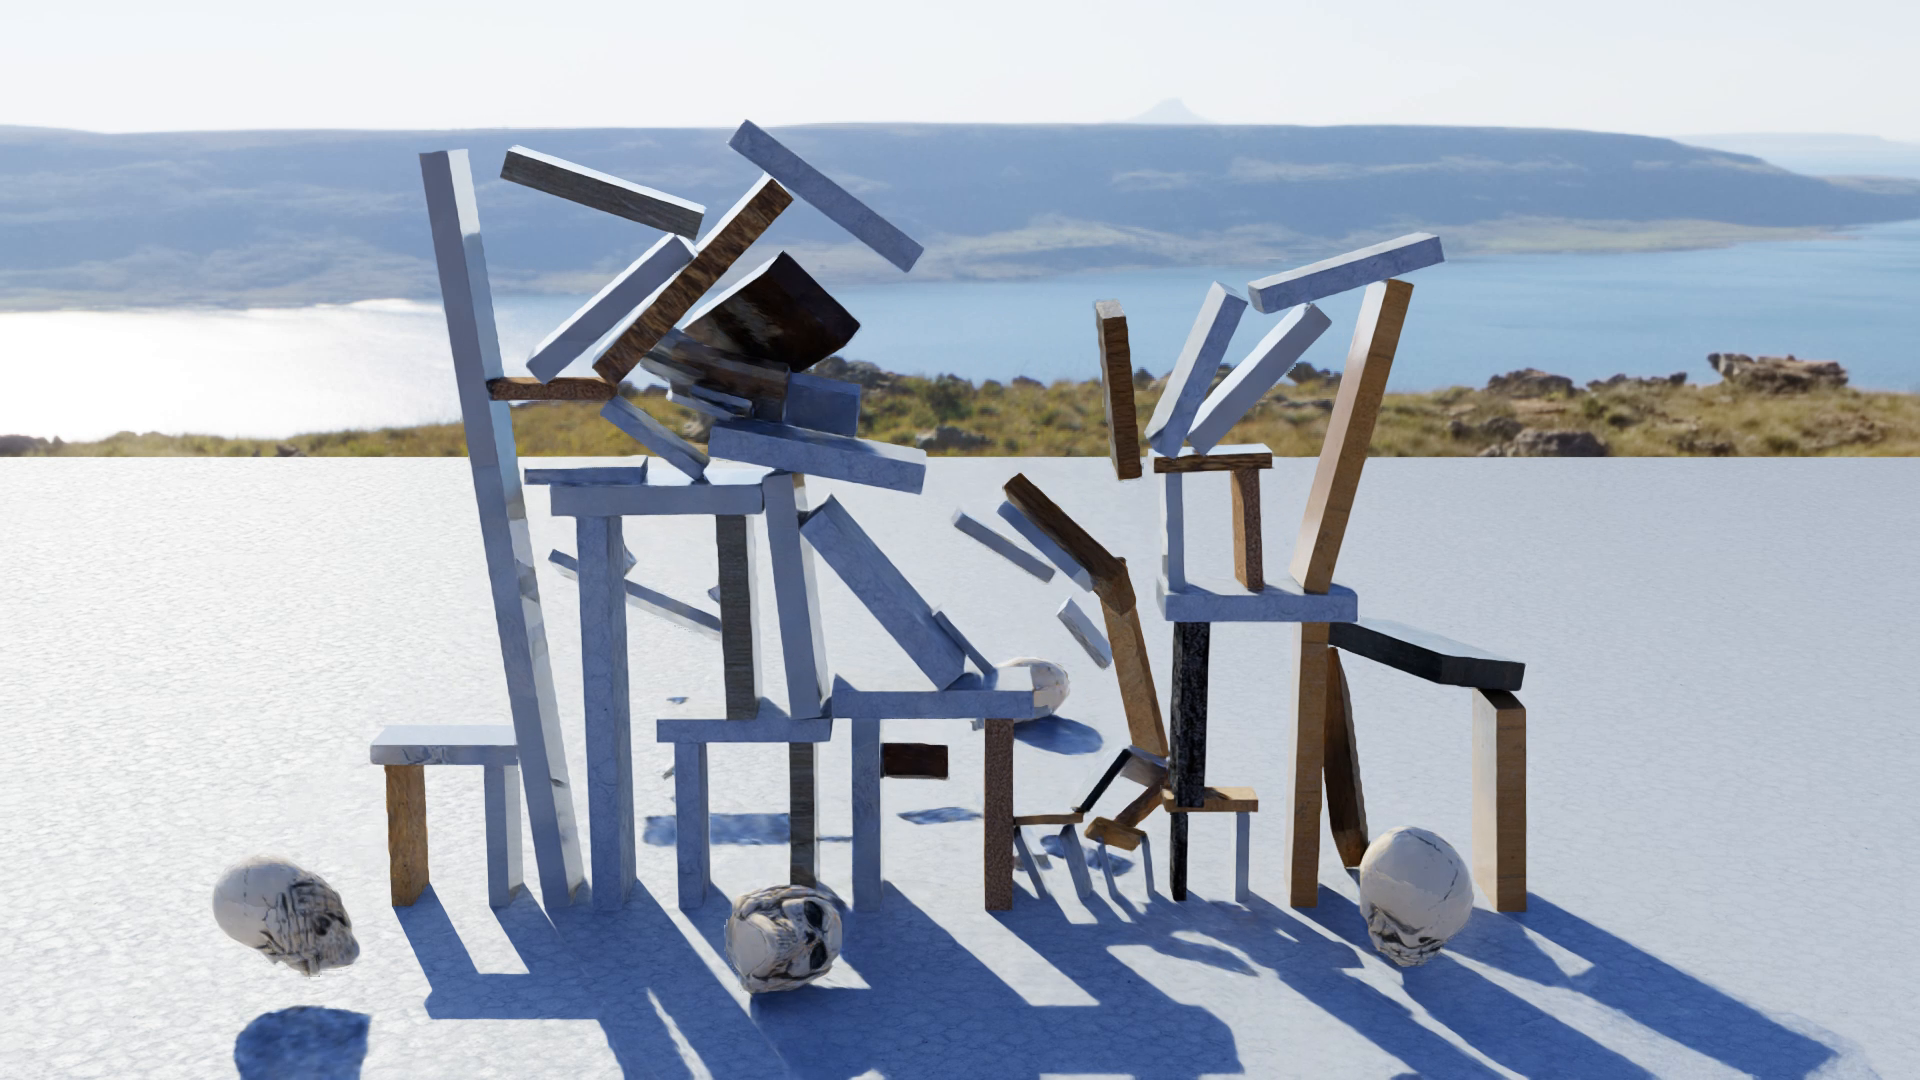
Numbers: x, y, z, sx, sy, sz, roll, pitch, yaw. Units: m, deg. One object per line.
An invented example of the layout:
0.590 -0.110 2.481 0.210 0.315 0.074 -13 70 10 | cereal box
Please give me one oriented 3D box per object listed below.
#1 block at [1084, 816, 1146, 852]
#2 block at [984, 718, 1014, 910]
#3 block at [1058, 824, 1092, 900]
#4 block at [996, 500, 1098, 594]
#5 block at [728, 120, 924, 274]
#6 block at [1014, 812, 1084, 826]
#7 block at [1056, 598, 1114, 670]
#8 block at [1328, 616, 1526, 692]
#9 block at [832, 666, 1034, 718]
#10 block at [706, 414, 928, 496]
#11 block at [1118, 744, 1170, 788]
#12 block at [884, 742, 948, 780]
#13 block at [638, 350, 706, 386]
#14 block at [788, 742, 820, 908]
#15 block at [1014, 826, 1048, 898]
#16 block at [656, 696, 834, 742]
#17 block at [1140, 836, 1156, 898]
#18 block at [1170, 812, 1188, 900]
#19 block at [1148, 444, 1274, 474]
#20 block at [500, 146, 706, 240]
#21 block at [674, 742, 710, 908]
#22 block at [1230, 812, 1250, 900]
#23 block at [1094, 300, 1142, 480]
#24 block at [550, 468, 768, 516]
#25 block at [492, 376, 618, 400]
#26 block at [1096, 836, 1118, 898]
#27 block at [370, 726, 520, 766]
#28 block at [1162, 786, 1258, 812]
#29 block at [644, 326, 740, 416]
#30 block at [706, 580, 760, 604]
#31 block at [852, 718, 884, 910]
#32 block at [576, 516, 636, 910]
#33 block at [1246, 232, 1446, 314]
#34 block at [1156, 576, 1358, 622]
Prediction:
0.260 0.493 3.684 0.093 0.046 0.013 20 43 -20 | block
0.063 0.431 3.639 0.046 0.323 0.162 0 11 0 | block
0.193 0.534 3.661 0.016 0.113 0.057 -16 6 15 | block
0.143 0.011 3.598 0.182 0.026 0.091 42 2 27 | block
-0.212 -0.547 3.495 0.340 0.048 0.170 35 6 -9 | block
0.146 0.466 3.666 0.113 0.016 0.057 -2 -6 -6 | block
0.231 0.172 4.024 0.019 0.134 0.067 -37 7 22 | block
0.780 0.189 3.737 0.170 0.048 0.340 7 7 -27 | block
-0.045 0.250 3.606 0.323 0.046 0.162 0 11 0 | block
-0.228 -0.141 3.570 0.346 0.049 0.173 10 10 -3 | block
0.317 0.393 3.781 0.125 0.018 0.063 25 -47 -33 | block
-0.089 0.421 4.191 0.131 0.065 0.018 4 -29 -11 | block
-0.462 -0.275 3.531 0.101 0.014 0.050 22 -18 -11 | block
-0.257 0.452 3.644 0.040 0.280 0.140 0 10 0 | block
0.117 0.536 3.659 0.016 0.113 0.057 -23 10 4 | block
-0.351 0.295 3.616 0.280 0.040 0.140 0 10 -1 | block
0.313 0.544 3.661 0.013 0.093 0.046 -6 10 1 | block
0.364 0.514 3.658 0.022 0.152 0.076 0 10 0 | block
0.402 -0.131 3.545 0.190 0.027 0.095 -3 10 -1 | block
-0.559 -0.549 3.470 0.312 0.044 0.156 17 11 -9 | block
-0.443 0.452 3.644 0.040 0.280 0.140 0 11 -1 | block
0.465 0.514 3.658 0.022 0.152 0.076 0 10 0 | block
0.253 -0.241 3.516 0.037 0.263 0.131 -7 18 0 | block
-0.479 -0.077 3.548 0.334 0.047 0.167 0 11 0 | block
-0.646 -0.243 3.517 0.186 0.026 0.093 0 11 -2 | block
0.244 0.544 3.661 0.013 0.093 0.046 -14 10 3 | block
-0.836 0.338 3.622 0.239 0.034 0.120 0 11 0 | block
0.413 0.429 3.642 0.152 0.022 0.076 0 10 0 | block
-0.425 -0.276 3.658 0.190 0.095 0.027 30 46 -8 | block
-0.461 0.095 4.466 0.097 0.014 0.049 -33 41 -26 | block
-0.152 0.431 3.639 0.046 0.323 0.162 0 11 0 | block
-0.579 0.268 3.612 0.047 0.653 0.167 -1 11 0 | block
0.608 -0.424 3.485 0.290 0.041 0.145 -16 10 3 | block
0.480 0.095 3.576 0.307 0.043 0.153 0 10 0 | block
